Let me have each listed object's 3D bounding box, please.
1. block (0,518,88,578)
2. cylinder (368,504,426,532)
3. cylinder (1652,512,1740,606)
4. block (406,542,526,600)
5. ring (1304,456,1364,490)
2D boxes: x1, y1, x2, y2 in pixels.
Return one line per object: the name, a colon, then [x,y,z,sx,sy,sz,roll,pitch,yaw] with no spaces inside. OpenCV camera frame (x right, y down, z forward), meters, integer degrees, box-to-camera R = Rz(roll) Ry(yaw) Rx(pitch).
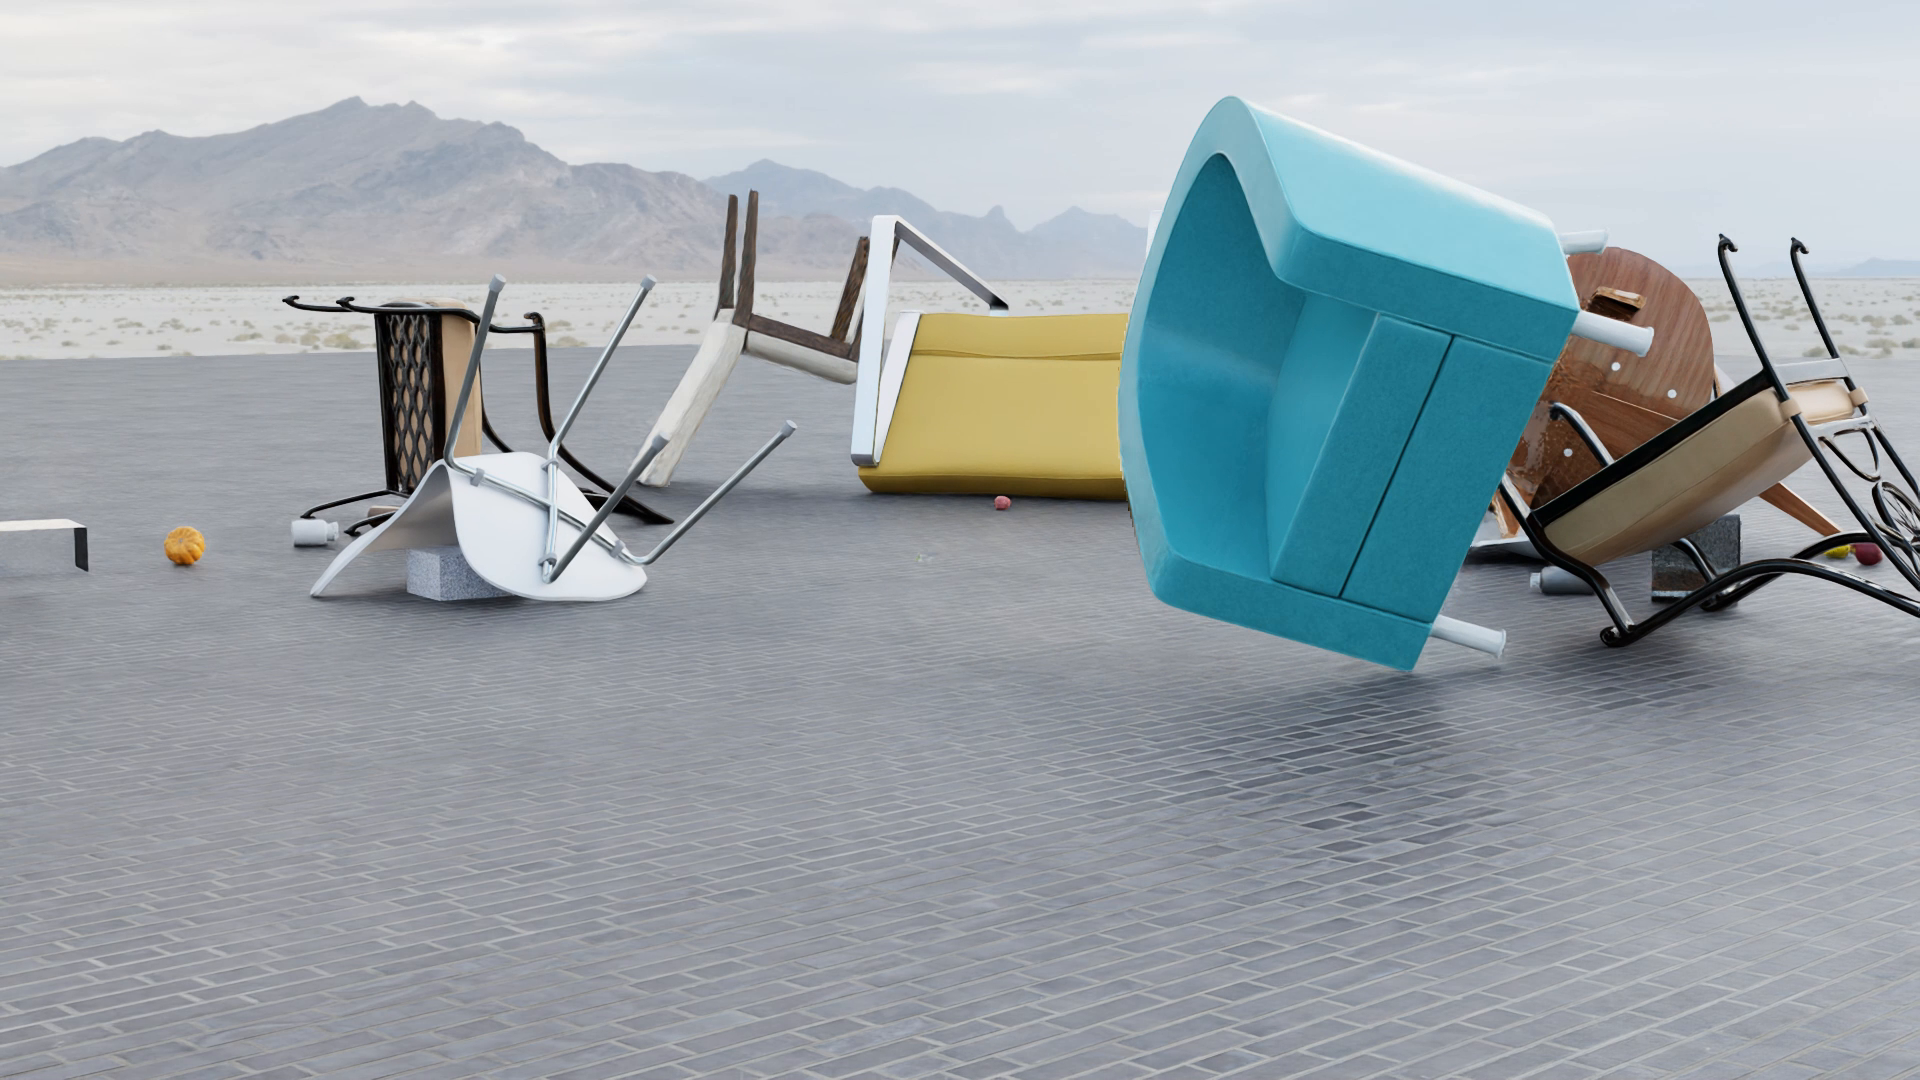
block: [-2.099,0.018,5.743,0.239,0.101,0.221,-3,7,-30]
cylinder: [-1.460,-0.057,6.652,0.112,0.064,0.100,6,-4,20]
cylinder: [1.479,0.037,5.160,0.166,0.184,0.116,1,-1,13]
block: [-1.027,0.065,5.331,0.187,0.093,0.175,-4,7,-34]
ring: [1.165,-0.209,7.984,0.180,0.096,0.191,4,8,43]
